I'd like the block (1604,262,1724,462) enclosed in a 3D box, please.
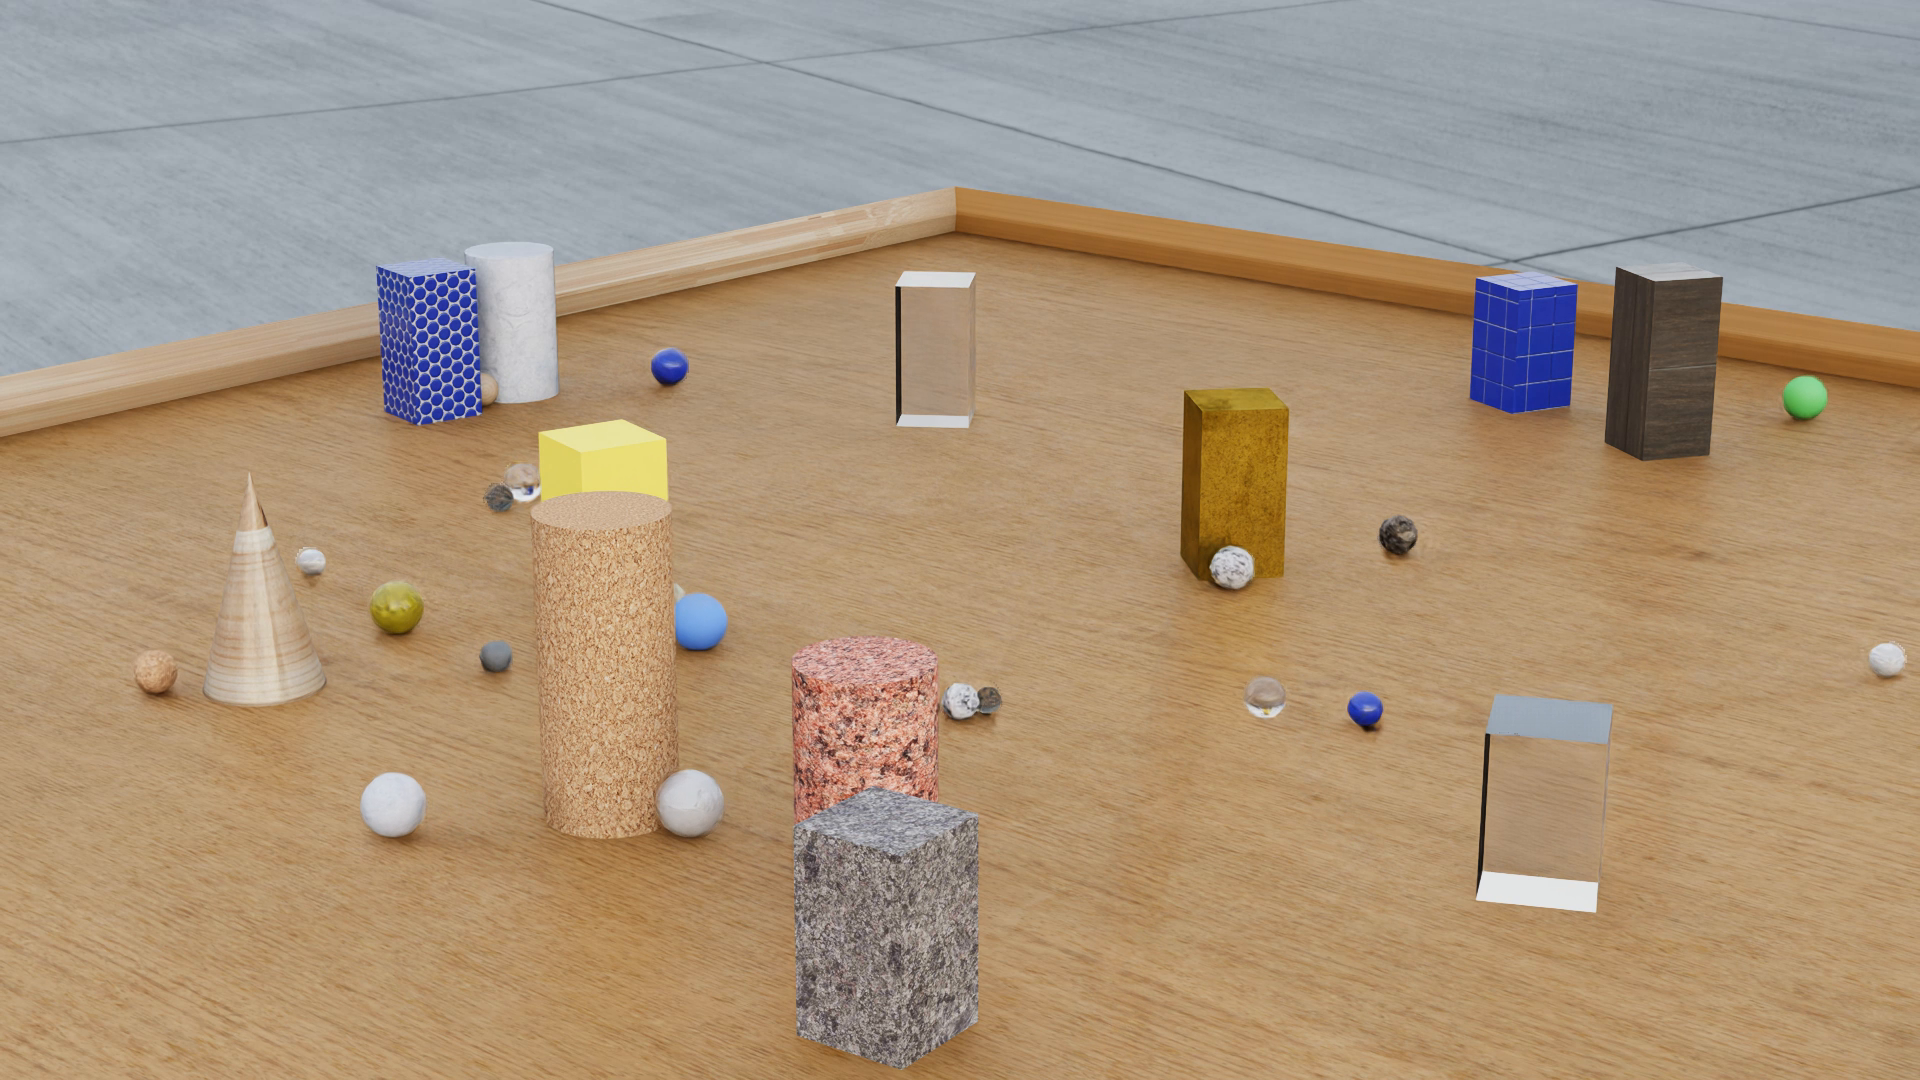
[{"bbox_3d":[1.443,-0.368,6.019,0.155,0.373,0.155,-5,18,-17],"label":"block"}]

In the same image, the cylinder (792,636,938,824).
[{"bbox_3d":[-0.126,0.303,3.918,0.194,0.303,0.194,0,17,0],"label":"cylinder"}]

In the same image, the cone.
[{"bbox_3d":[-1.108,0.063,4.623,0.194,0.355,0.194,0,17,0],"label":"cone"}]

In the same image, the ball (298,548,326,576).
[{"bbox_3d":[-1.157,0.039,5.234,0.048,0.048,0.048,0,17,0],"label":"ball"}]

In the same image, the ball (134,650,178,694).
[{"bbox_3d":[-1.272,0.208,4.638,0.068,0.068,0.068,0,17,0],"label":"ball"}]

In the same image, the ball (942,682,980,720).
[{"bbox_3d":[0.001,0.249,4.523,0.058,0.058,0.058,0,17,0],"label":"ball"}]

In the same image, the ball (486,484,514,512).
[{"bbox_3d":[-0.882,-0.080,5.620,0.052,0.052,0.052,0,17,0],"label":"ball"}]

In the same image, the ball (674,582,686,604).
[{"bbox_3d":[-0.498,0.104,4.982,0.069,0.069,0.069,0,17,0],"label":"ball"}]

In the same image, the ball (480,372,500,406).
[{"bbox_3d":[-1.044,-0.328,6.408,0.074,0.074,0.074,0,17,0],"label":"ball"}]

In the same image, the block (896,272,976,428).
[{"bbox_3d":[-0.051,-0.408,6.274,0.155,0.304,0.155,2,17,5],"label":"block"}]

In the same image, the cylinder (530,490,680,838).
[{"bbox_3d":[-0.494,0.173,4.101,0.194,0.447,0.194,0,17,0],"label":"cylinder"}]

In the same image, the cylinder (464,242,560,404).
[{"bbox_3d":[-0.991,-0.483,6.489,0.194,0.322,0.194,0,17,0],"label":"cylinder"}]

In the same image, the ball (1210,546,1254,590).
[{"bbox_3d":[0.478,0.048,5.154,0.077,0.077,0.077,0,17,0],"label":"ball"}]

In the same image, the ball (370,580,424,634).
[{"bbox_3d":[-0.945,0.112,4.919,0.090,0.090,0.090,0,17,0],"label":"ball"}]

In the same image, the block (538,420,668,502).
[{"bbox_3d":[-0.590,-0.008,4.880,0.155,0.342,0.155,-11,20,-32],"label":"block"}]

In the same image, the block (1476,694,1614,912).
[{"bbox_3d":[0.776,0.347,3.889,0.155,0.235,0.155,4,17,14],"label":"block"}]

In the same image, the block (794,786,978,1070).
[{"bbox_3d":[-0.086,0.456,3.470,0.155,0.269,0.155,11,20,33],"label":"block"}]

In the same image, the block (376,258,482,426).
[{"bbox_3d":[-1.143,-0.430,6.315,0.155,0.321,0.155,-12,21,-35],"label":"block"}]

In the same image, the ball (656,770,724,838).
[{"bbox_3d":[-0.376,0.366,4.071,0.094,0.094,0.094,0,17,0],"label":"ball"}]

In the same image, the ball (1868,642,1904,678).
[{"bbox_3d":[1.489,0.193,4.713,0.055,0.055,0.055,0,17,0],"label":"ball"}]

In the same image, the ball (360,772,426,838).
[{"bbox_3d":[-0.786,0.368,4.072,0.090,0.090,0.090,0,17,0],"label":"ball"}]

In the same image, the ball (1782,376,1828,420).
[{"bbox_3d":[1.814,-0.305,6.296,0.093,0.093,0.093,0,17,0],"label":"ball"}]

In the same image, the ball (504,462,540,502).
[{"bbox_3d":[-0.846,-0.113,5.689,0.076,0.076,0.076,0,17,0],"label":"ball"}]

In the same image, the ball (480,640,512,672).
[{"bbox_3d":[-0.749,0.188,4.735,0.051,0.051,0.051,0,17,0],"label":"ball"}]

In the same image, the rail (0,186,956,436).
[{"bbox_3d":[-1.665,-0.386,6.504,0.045,0.126,5.087,14,22,39],"label":"rail"}]

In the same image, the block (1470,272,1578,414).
[{"bbox_3d":[1.231,-0.433,6.410,0.155,0.272,0.155,-8,19,-26],"label":"block"}]

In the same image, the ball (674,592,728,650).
[{"bbox_3d":[-0.432,0.134,4.838,0.095,0.095,0.095,0,17,0],"label":"ball"}]

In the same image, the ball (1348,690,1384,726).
[{"bbox_3d":[0.622,0.258,4.497,0.054,0.054,0.054,0,17,0],"label":"ball"}]

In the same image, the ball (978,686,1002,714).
[{"bbox_3d":[0.043,0.248,4.551,0.042,0.042,0.042,0,17,0],"label":"ball"}]

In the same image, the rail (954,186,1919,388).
[{"bbox_3d":[1.652,-0.518,6.942,4.456,0.126,0.045,14,22,39],"label":"rail"}]

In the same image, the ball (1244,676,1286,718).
[{"bbox_3d":[0.472,0.244,4.528,0.064,0.064,0.064,0,17,0],"label":"ball"}]

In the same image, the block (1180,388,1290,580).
[{"bbox_3d":[0.490,-0.101,5.246,0.155,0.310,0.155,-2,17,-7],"label":"block"}]

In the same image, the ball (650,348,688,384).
[{"bbox_3d":[-0.655,-0.390,6.598,0.082,0.082,0.082,0,17,0],"label":"ball"}]

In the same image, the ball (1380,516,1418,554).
[{"bbox_3d":[0.801,-0.010,5.359,0.069,0.069,0.069,0,17,0],"label":"ball"}]
